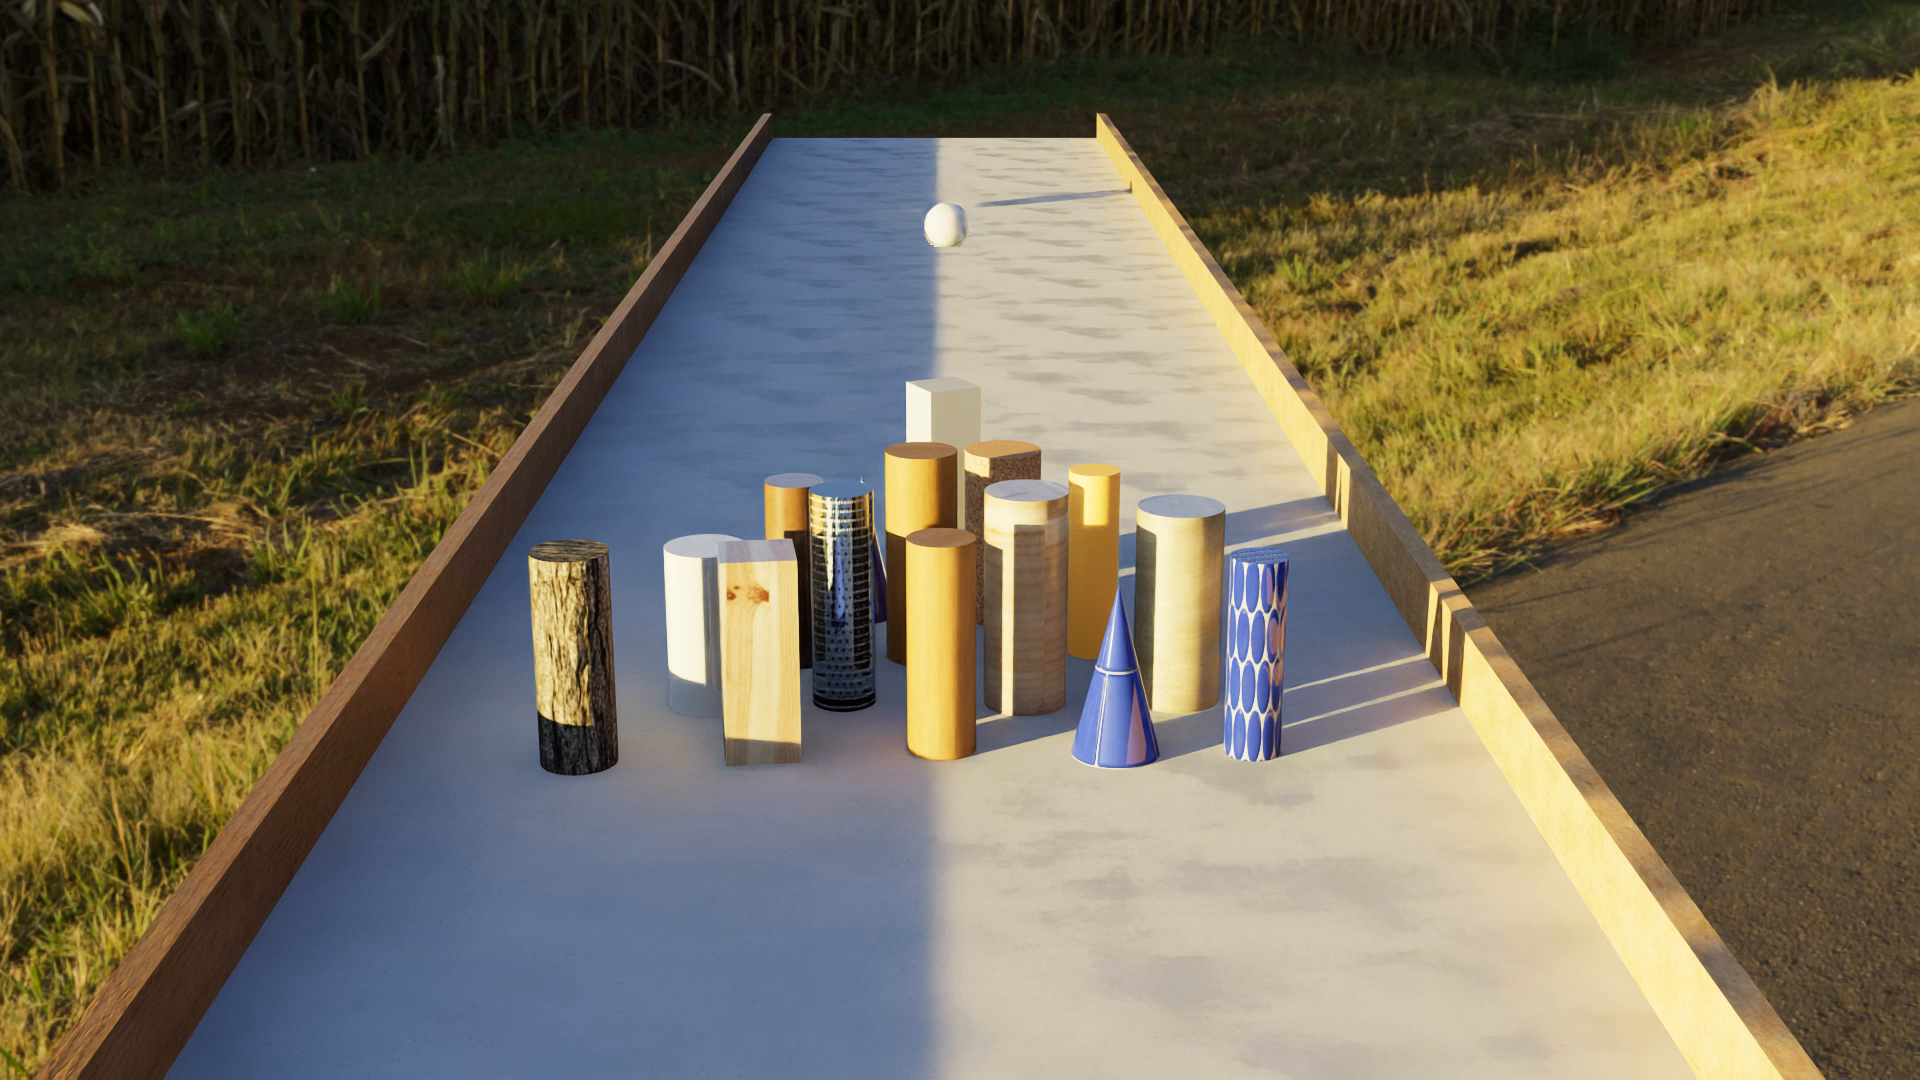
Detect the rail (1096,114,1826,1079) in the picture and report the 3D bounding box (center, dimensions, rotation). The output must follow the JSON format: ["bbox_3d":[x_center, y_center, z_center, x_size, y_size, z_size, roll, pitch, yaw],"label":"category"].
[{"bbox_3d":[0.932,-0.844,7.801,0.050,0.150,12.000,0,17,-1],"label":"rail"}]

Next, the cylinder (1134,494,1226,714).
[{"bbox_3d":[0.413,0.119,4.157,0.165,0.381,0.165,0,17,0],"label":"cylinder"}]

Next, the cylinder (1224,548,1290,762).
[{"bbox_3d":[0.525,0.203,3.901,0.103,0.366,0.103,0,17,0],"label":"cylinder"}]

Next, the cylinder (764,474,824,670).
[{"bbox_3d":[-0.326,0.062,4.365,0.116,0.373,0.116,0,17,0],"label":"cylinder"}]

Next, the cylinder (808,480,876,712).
[{"bbox_3d":[-0.220,0.106,4.137,0.120,0.418,0.120,0,17,0],"label":"cylinder"}]

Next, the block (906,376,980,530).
[{"bbox_3d":[-0.036,-0.125,4.859,0.121,0.448,0.121,-8,18,-26],"label":"block"}]

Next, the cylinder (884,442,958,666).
[{"bbox_3d":[-0.076,0.028,4.385,0.143,0.426,0.143,0,17,0],"label":"cylinder"}]

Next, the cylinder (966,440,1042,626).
[{"bbox_3d":[0.090,-0.014,4.634,0.159,0.365,0.159,0,17,0],"label":"cylinder"}]

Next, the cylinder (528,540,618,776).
[{"bbox_3d":[-0.676,0.205,3.853,0.138,0.390,0.138,0,17,0],"label":"cylinder"}]

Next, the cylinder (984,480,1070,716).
[{"bbox_3d":[0.124,0.108,4.133,0.157,0.417,0.157,0,17,0],"label":"cylinder"}]

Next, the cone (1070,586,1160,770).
[{"bbox_3d":[0.279,0.230,3.900,0.160,0.315,0.160,0,17,0],"label":"cone"}]

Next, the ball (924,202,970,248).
[{"bbox_3d":[-0.057,-1.351,9.430,0.193,0.193,0.193,0,17,0],"label":"ball"}]

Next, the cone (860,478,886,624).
[{"bbox_3d":[-0.205,0.010,4.648,0.132,0.311,0.132,0,17,0],"label":"cone"}]

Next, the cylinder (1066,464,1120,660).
[{"bbox_3d":[0.267,0.043,4.415,0.102,0.380,0.102,0,17,0],"label":"cylinder"}]

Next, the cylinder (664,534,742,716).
[{"bbox_3d":[-0.475,0.159,4.148,0.155,0.310,0.155,0,17,0],"label":"cylinder"}]

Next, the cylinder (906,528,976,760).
[{"bbox_3d":[-0.033,0.185,3.909,0.124,0.395,0.124,0,17,0],"label":"cylinder"}]

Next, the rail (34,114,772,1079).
[{"bbox_3d":[-1.118,-0.838,7.780,0.050,0.150,12.000,0,17,-1],"label":"rail"}]

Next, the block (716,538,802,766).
[{"bbox_3d":[-0.356,0.199,3.900,0.133,0.375,0.133,-2,17,-8],"label":"block"}]
